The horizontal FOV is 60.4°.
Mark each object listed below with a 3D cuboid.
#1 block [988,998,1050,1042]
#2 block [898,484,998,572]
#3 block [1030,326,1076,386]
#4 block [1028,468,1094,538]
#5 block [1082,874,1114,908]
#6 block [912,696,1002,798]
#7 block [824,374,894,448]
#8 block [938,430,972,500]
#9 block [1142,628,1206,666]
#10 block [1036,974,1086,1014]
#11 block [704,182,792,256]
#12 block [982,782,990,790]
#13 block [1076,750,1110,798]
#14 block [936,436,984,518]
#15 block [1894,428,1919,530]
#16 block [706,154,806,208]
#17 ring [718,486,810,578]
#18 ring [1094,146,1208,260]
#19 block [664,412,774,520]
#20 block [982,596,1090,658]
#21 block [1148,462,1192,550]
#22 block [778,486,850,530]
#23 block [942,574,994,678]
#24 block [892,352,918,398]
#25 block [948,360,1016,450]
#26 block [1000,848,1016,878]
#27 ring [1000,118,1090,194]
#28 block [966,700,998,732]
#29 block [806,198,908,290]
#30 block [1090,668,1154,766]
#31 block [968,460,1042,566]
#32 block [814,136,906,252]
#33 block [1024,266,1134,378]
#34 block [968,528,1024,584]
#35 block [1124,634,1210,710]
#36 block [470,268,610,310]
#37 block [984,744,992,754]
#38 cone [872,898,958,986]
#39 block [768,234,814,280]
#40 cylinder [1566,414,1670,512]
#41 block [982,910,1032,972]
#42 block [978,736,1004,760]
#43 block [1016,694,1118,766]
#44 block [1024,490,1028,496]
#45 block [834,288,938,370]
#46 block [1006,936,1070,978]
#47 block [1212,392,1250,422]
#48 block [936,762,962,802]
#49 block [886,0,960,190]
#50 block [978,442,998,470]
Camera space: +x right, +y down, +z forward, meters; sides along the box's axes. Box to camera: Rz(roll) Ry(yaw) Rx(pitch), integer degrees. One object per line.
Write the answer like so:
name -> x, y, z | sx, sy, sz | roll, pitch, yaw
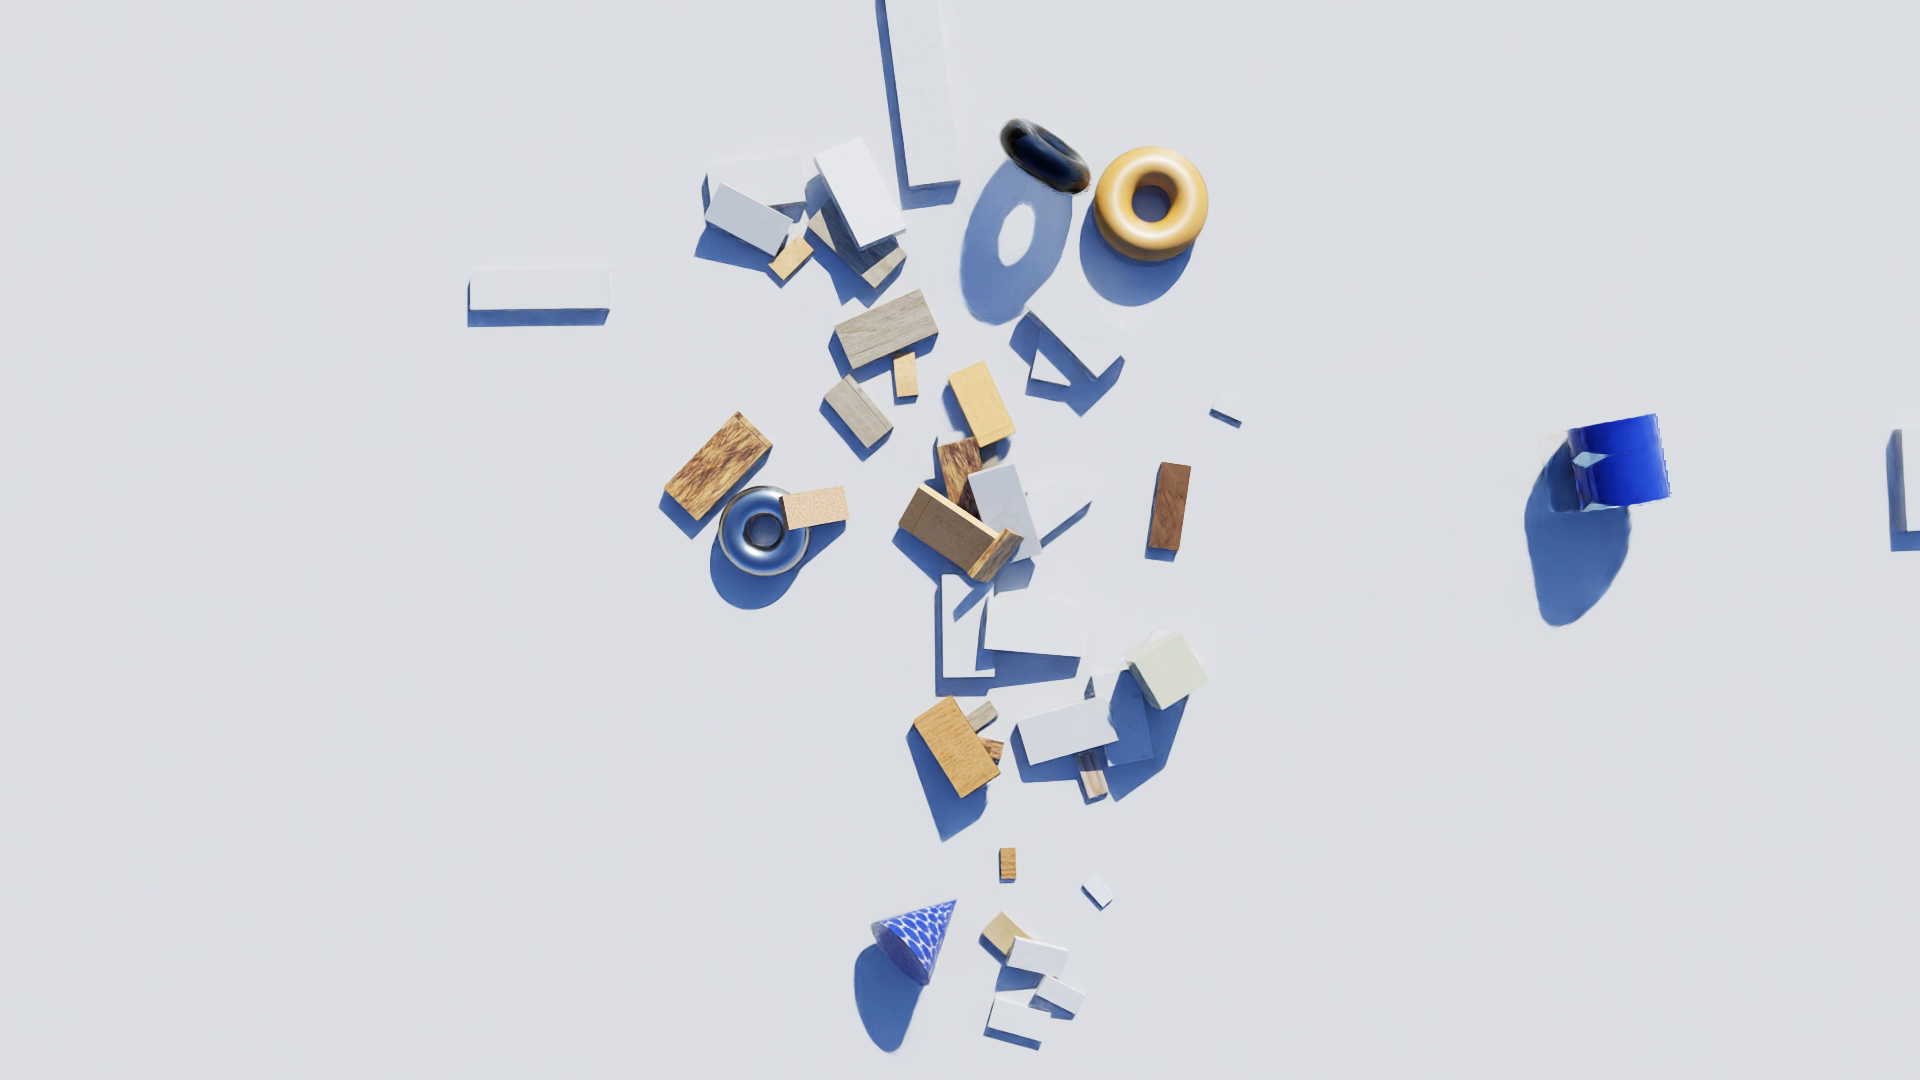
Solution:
block -> 0.197, 1.594, 5.486 | 0.191, 0.027, 0.095 | 16, 90, 0
block -> -0.034, -0.032, 5.427 | 0.316, 0.045, 0.158 | 34, 117, 6
block -> 0.327, -0.652, 5.481 | 0.131, 0.037, 0.262 | 12, 90, 0
block -> 0.298, -0.109, 5.481 | 0.262, 0.037, 0.131 | -37, 90, 0
block -> 0.460, 1.168, 5.493 | 0.050, 0.014, 0.100 | -42, 90, 0
block -> -0.011, 0.683, 5.443 | 0.152, 0.043, 0.304 | -33, 76, 0
block -> -0.337, -0.428, 5.484 | 0.114, 0.032, 0.228 | -40, 90, 0
block -> -0.008, -0.244, 5.484 | 0.114, 0.032, 0.228 | -5, 90, 0
block -> 0.704, 0.389, 5.486 | 0.197, 0.028, 0.099 | 33, 90, 0
block -> 0.333, 1.506, 5.470 | 0.159, 0.020, 0.071 | 30, 90, -15
block -> -0.699, -1.060, 5.447 | 0.263, 0.037, 0.131 | 27, 103, -9
block -> 0.062, 0.778, 5.474 | 0.014, 0.050, 0.100 | -38, 90, 18
block -> 0.440, 0.781, 5.490 | 0.071, 0.020, 0.141 | -19, 90, 0
block -> 0.017, -0.199, 5.433 | 0.131, 0.037, 0.262 | -13, 103, 2
block -> 3.206, -0.204, 5.476 | 0.169, 0.048, 0.338 | -3, 90, 0
block -> -0.675, -1.180, 5.478 | 0.311, 0.044, 0.156 | -7, 90, 0
ring -> -0.646, -0.029, 5.451 | 0.305, 0.102, 0.305 | 0, 91, -1
ring -> 0.630, -1.109, 5.438 | 0.379, 0.126, 0.379 | 0, 90, 1
block -> -0.802, -0.246, 5.478 | 0.158, 0.045, 0.355 | 44, 90, 0
block -> 0.250, 0.287, 5.449 | 0.338, 0.048, 0.169 | 6, 89, -9
block -> 0.699, -0.112, 5.486 | 0.099, 0.028, 0.284 | 8, 90, 0
block -> -0.479, -0.106, 5.426 | 0.228, 0.032, 0.114 | -11, 90, -32
block -> 0.027, 0.283, 5.476 | 0.169, 0.048, 0.338 | -1, 90, 0
block -> -0.180, -0.551, 5.490 | 0.071, 0.020, 0.142 | -6, 90, 0
block -> 0.073, -0.448, 5.465 | 0.131, 0.037, 0.263 | -24, 83, -1
block -> 0.162, 1.076, 5.493 | 0.050, 0.014, 0.100 | -2, 90, 0
ring -> 0.275, -1.244, 5.347 | 0.339, 0.339, 0.113 | 36, 112, 0
block -> 0.066, 0.590, 5.492 | 0.115, 0.016, 0.058 | -35, 90, 0
block -> -0.342, -0.996, 5.478 | 0.311, 0.044, 0.156 | 43, 90, 0
block -> 0.539, 0.586, 5.478 | 0.152, 0.043, 0.304 | -11, 90, 0
block -> 0.149, -0.085, 5.416 | 0.158, 0.045, 0.316 | -17, 103, 6
block -> -0.330, -1.141, 5.440 | 0.172, 0.049, 0.344 | -25, 85, -14
block -> 0.392, -0.716, 5.439 | 0.172, 0.049, 0.344 | -45, 90, 0
block -> 0.118, 0.051, 5.379 | 0.197, 0.099, 0.028 | -51, 59, 12
block -> 0.672, 0.426, 5.374 | 0.179, 0.179, 0.179 | -31, 90, -6
block -> -1.395, -0.832, 5.481 | 0.456, 0.037, 0.131 | -1, 90, 0
block -> 0.043, 0.701, 5.474 | 0.115, 0.016, 0.058 | 15, 90, 3
cone -> -0.102, 1.273, 5.439 | 0.271, 0.271, 0.271 | -39, 90, -27
block -> -0.561, -0.940, 5.490 | 0.142, 0.020, 0.071 | -45, 90, 0
cylinder -> 2.139, -0.251, 5.364 | 0.272, 0.272, 0.272 | -10, 90, 0
block -> 0.175, 1.334, 5.486 | 0.191, 0.027, 0.095 | 43, 90, 0
block -> 0.085, 0.690, 5.492 | 0.115, 0.016, 0.058 | 12, 90, 0
block -> 0.357, 0.628, 5.453 | 0.304, 0.043, 0.152 | -17, 89, 9
block -> 0.173, -0.129, 5.473 | 0.113, 0.056, 0.016 | -47, 130, 0
block -> -0.244, -0.699, 5.478 | 0.311, 0.044, 0.156 | -24, 90, 0
block -> 0.256, 1.379, 5.457 | 0.191, 0.027, 0.095 | 16, 97, -15
block -> 0.900, -0.441, 5.492 | 0.113, 0.016, 0.056 | 25, 90, 0
block -> -0.018, 0.793, 5.490 | 0.071, 0.020, 0.141 | -29, 90, 0
block -> -0.128, -1.528, 5.476 | 0.172, 0.049, 0.699 | -7, 90, 0
block -> 0.088, -0.303, 5.490 | 0.071, 0.020, 0.142 | -4, 90, 0
